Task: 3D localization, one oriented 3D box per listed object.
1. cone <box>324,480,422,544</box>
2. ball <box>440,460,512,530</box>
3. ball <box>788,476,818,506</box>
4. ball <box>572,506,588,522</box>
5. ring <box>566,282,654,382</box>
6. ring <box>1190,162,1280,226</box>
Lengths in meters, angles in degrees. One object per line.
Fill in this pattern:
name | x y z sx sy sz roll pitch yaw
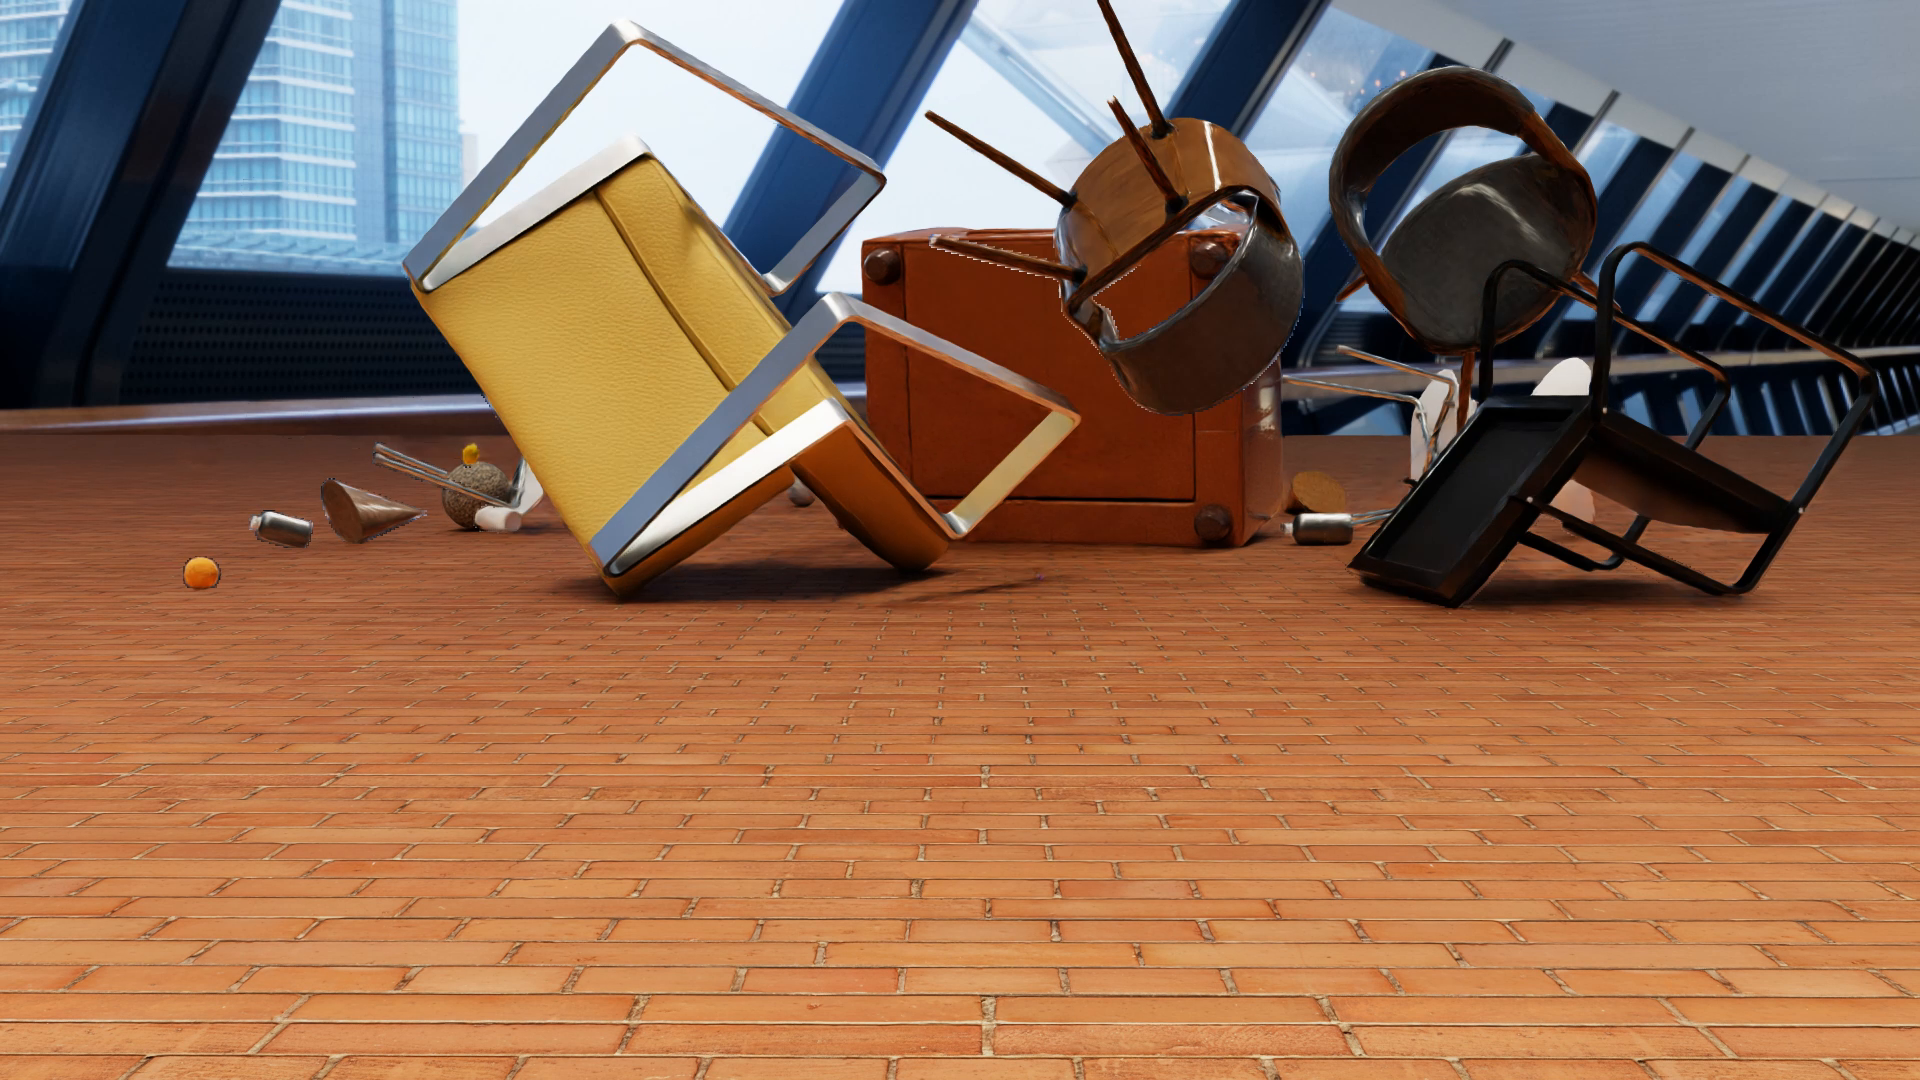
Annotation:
cone | -1.705 -0.083 6.505 0.265 0.125 0.275 0 34 -43
ball | -1.541 -0.142 7.006 0.220 0.220 0.220 0 4 0
ball | -0.601 -0.184 8.386 0.114 0.114 0.114 0 4 0
ball | -1.284 -0.090 7.437 0.057 0.057 0.057 0 4 0
ring | -1.188 -0.707 7.482 0.178 0.350 0.406 -34 -12 4
ring | 0.803 -1.008 6.410 0.269 0.207 0.110 6 -39 -8
